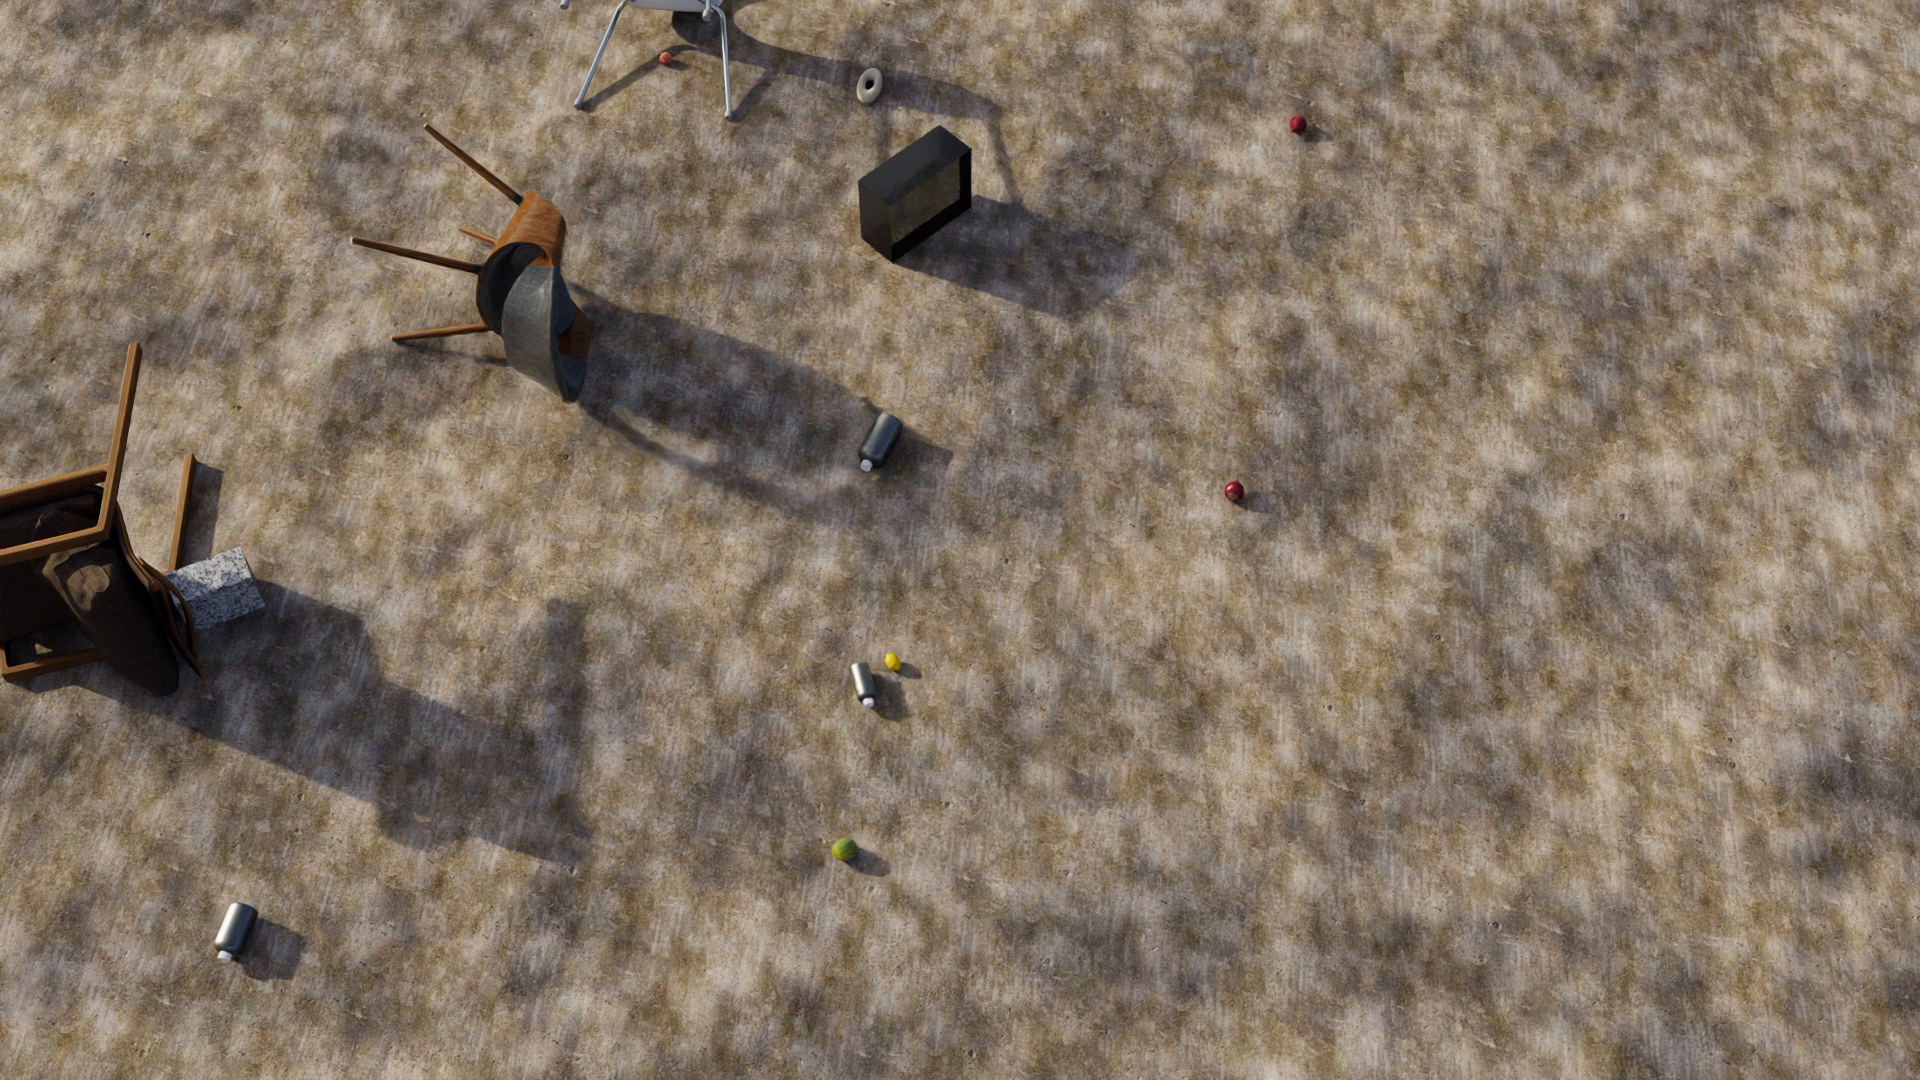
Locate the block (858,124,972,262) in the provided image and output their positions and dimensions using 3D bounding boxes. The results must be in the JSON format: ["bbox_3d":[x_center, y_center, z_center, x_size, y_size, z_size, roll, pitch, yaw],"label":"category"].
[{"bbox_3d":[-0.144,-1.127,7.165,0.357,0.275,0.150,-38,64,-23],"label":"block"}]

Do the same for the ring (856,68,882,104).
[{"bbox_3d":[-0.312,-1.572,7.605,0.085,0.040,0.166,8,56,7],"label":"ring"}]

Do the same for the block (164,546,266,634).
[{"bbox_3d":[-2.160,0.146,6.380,0.221,0.158,0.117,-22,59,-14],"label":"block"}]
